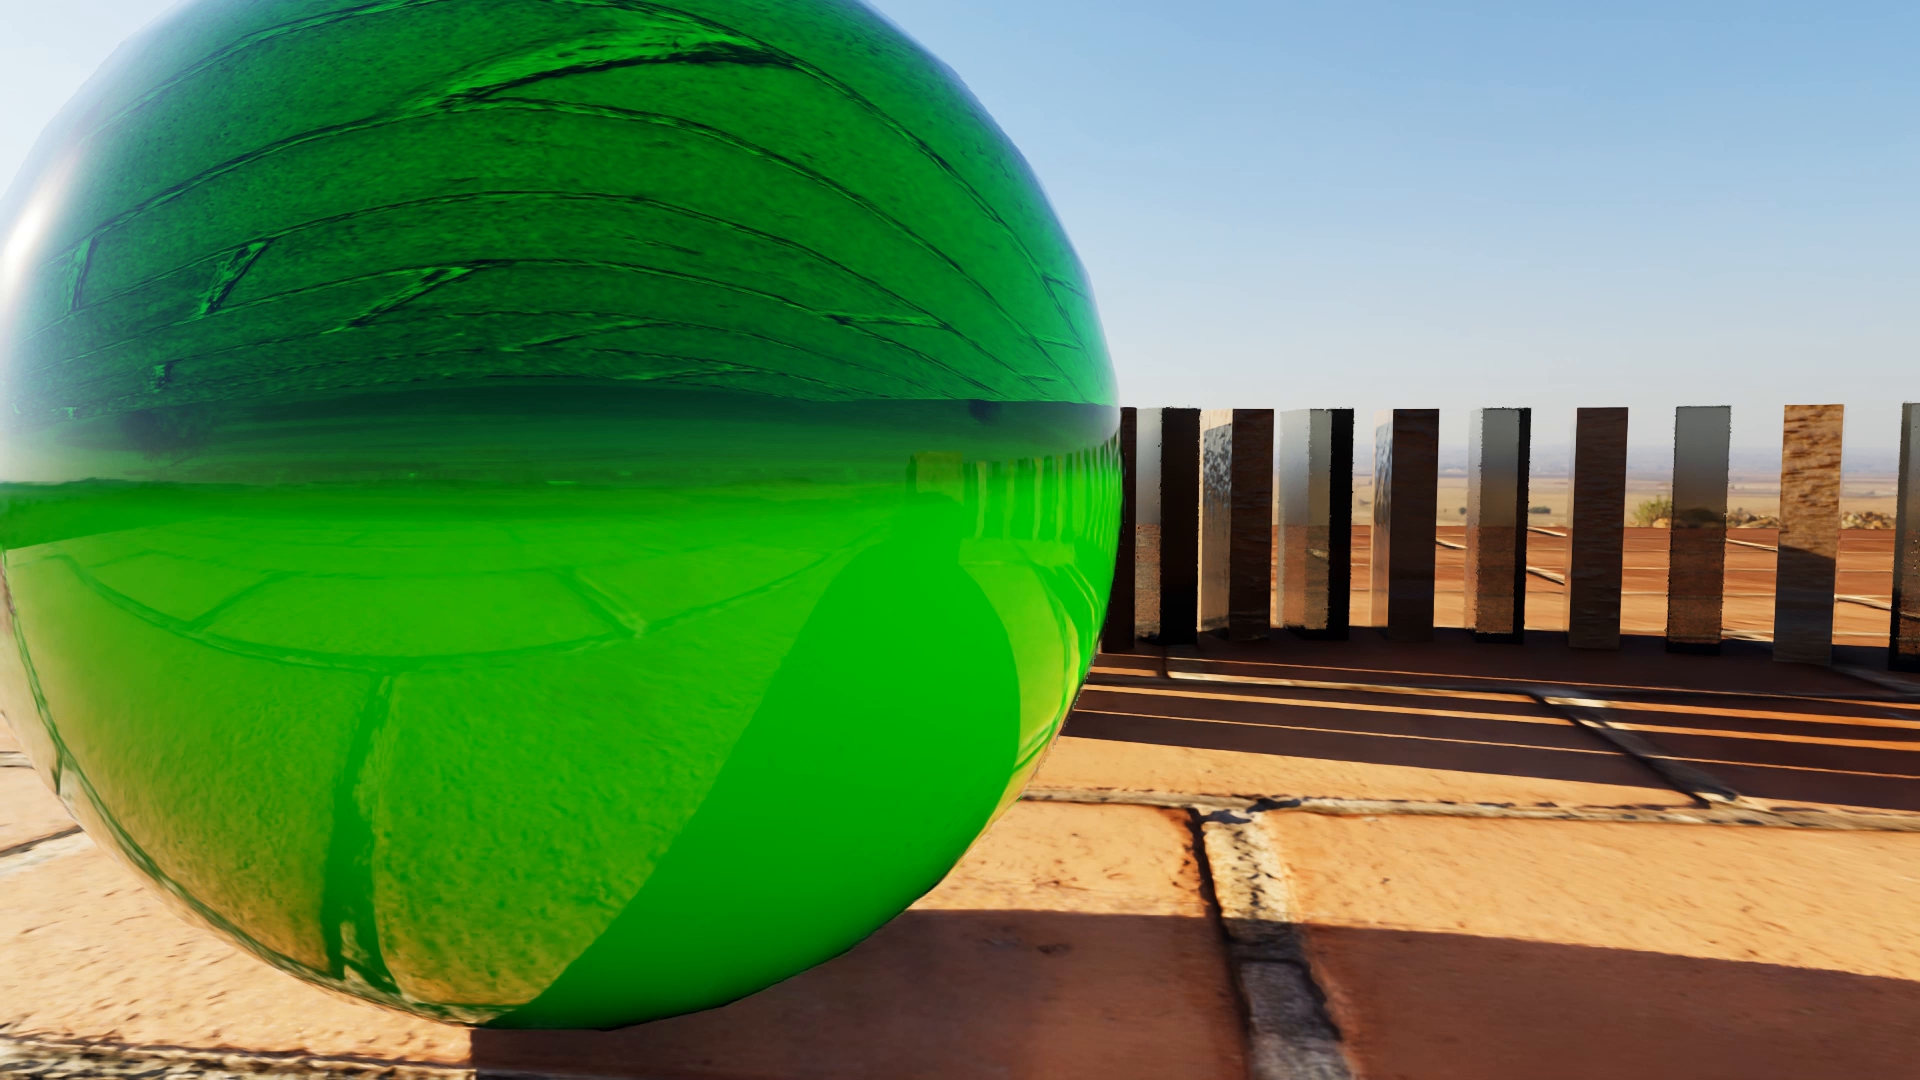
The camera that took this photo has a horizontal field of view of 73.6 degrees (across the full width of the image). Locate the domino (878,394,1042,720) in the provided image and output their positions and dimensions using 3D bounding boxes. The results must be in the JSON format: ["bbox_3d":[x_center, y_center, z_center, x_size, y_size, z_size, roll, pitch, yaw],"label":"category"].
[{"bbox_3d":[0.000,0.002,0.201,0.025,0.050,0.010,0,4,0],"label":"domino"}]

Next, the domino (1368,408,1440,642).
[{"bbox_3d":[0.099,-0.004,0.288,0.010,0.050,0.025,1,4,9],"label":"domino"}]

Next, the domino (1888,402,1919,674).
[{"bbox_3d":[0.186,-0.001,0.245,0.010,0.050,0.025,4,6,41],"label":"domino"}]

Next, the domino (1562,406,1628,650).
[{"bbox_3d":[0.137,-0.003,0.277,0.010,0.050,0.025,2,5,23],"label":"domino"}]

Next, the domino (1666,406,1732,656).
[{"bbox_3d":[0.154,-0.003,0.268,0.009,0.050,0.025,2,5,30],"label":"domino"}]

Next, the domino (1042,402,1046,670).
[{"bbox_3d":[0.003,0.000,0.240,0.025,0.050,0.009,1,4,15],"label":"domino"}]

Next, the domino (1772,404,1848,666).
[{"bbox_3d":[0.171,-0.002,0.258,0.010,0.050,0.025,3,5,36],"label":"domino"}]

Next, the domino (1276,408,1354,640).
[{"bbox_3d":[0.080,-0.004,0.289,0.010,0.050,0.025,0,4,0],"label":"domino"}]

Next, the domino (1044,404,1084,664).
[{"bbox_3d":[0.011,-0.002,0.257,0.025,0.050,0.009,3,5,35],"label":"domino"}]

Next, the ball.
[{"bbox_3d":[-0.028,-0.005,0.098,0.080,0.080,0.080,0,4,0],"label":"ball"}]

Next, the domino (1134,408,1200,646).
[{"bbox_3d":[0.041,-0.004,0.282,0.009,0.050,0.025,-2,5,-23],"label":"domino"}]

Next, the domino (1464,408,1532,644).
[{"bbox_3d":[0.118,-0.004,0.283,0.010,0.050,0.025,1,4,16],"label":"domino"}]

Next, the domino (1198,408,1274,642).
[{"bbox_3d":[0.060,-0.004,0.287,0.009,0.050,0.025,-1,4,-11],"label":"domino"}]

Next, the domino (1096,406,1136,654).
[{"bbox_3d":[0.025,-0.003,0.272,0.010,0.050,0.025,-4,6,-39],"label":"domino"}]
